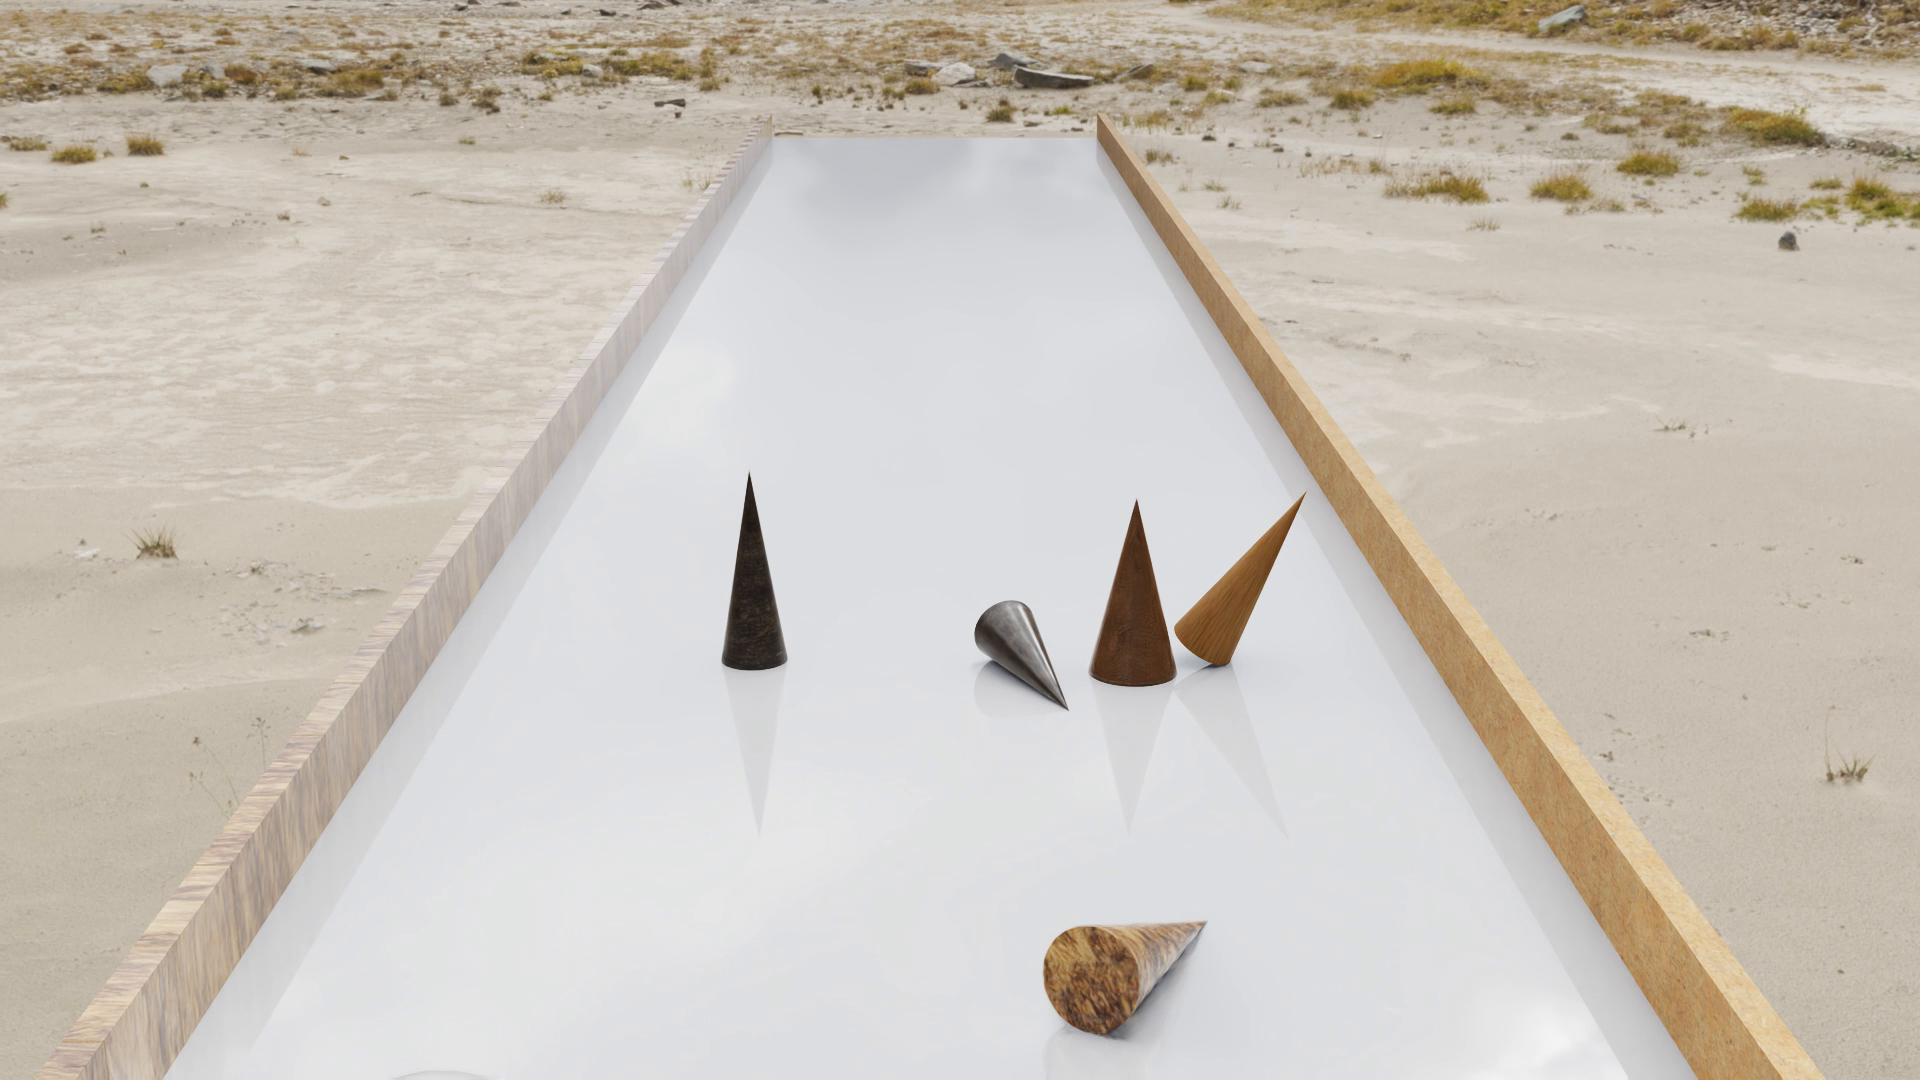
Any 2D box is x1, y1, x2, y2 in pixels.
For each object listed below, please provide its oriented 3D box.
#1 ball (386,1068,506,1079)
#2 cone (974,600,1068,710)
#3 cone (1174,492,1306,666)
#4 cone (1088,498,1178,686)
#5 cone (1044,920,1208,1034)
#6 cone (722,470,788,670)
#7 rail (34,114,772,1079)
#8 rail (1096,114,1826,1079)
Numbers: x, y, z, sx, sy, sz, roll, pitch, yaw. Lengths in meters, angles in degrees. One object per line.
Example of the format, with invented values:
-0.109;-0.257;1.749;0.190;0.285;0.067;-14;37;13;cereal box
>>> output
-0.540;0.710;2.280;0.318;0.318;0.318;0;17;0;ball
0.148;0.250;4.272;0.131;0.131;0.322;-6;30;-21;cone
0.578;0.056;4.328;0.132;0.392;0.132;25;26;-13;cone
0.341;0.089;4.302;0.178;0.358;0.178;0;17;0;cone
0.274;0.583;3.139;0.146;0.146;0.383;10;8;30;cone
-0.413;0.050;4.364;0.134;0.396;0.134;0;17;0;cone
-1.118;-0.838;7.780;0.050;0.150;12.000;0;17;-1;rail
0.932;-0.844;7.801;0.050;0.150;12.000;0;17;-1;rail
